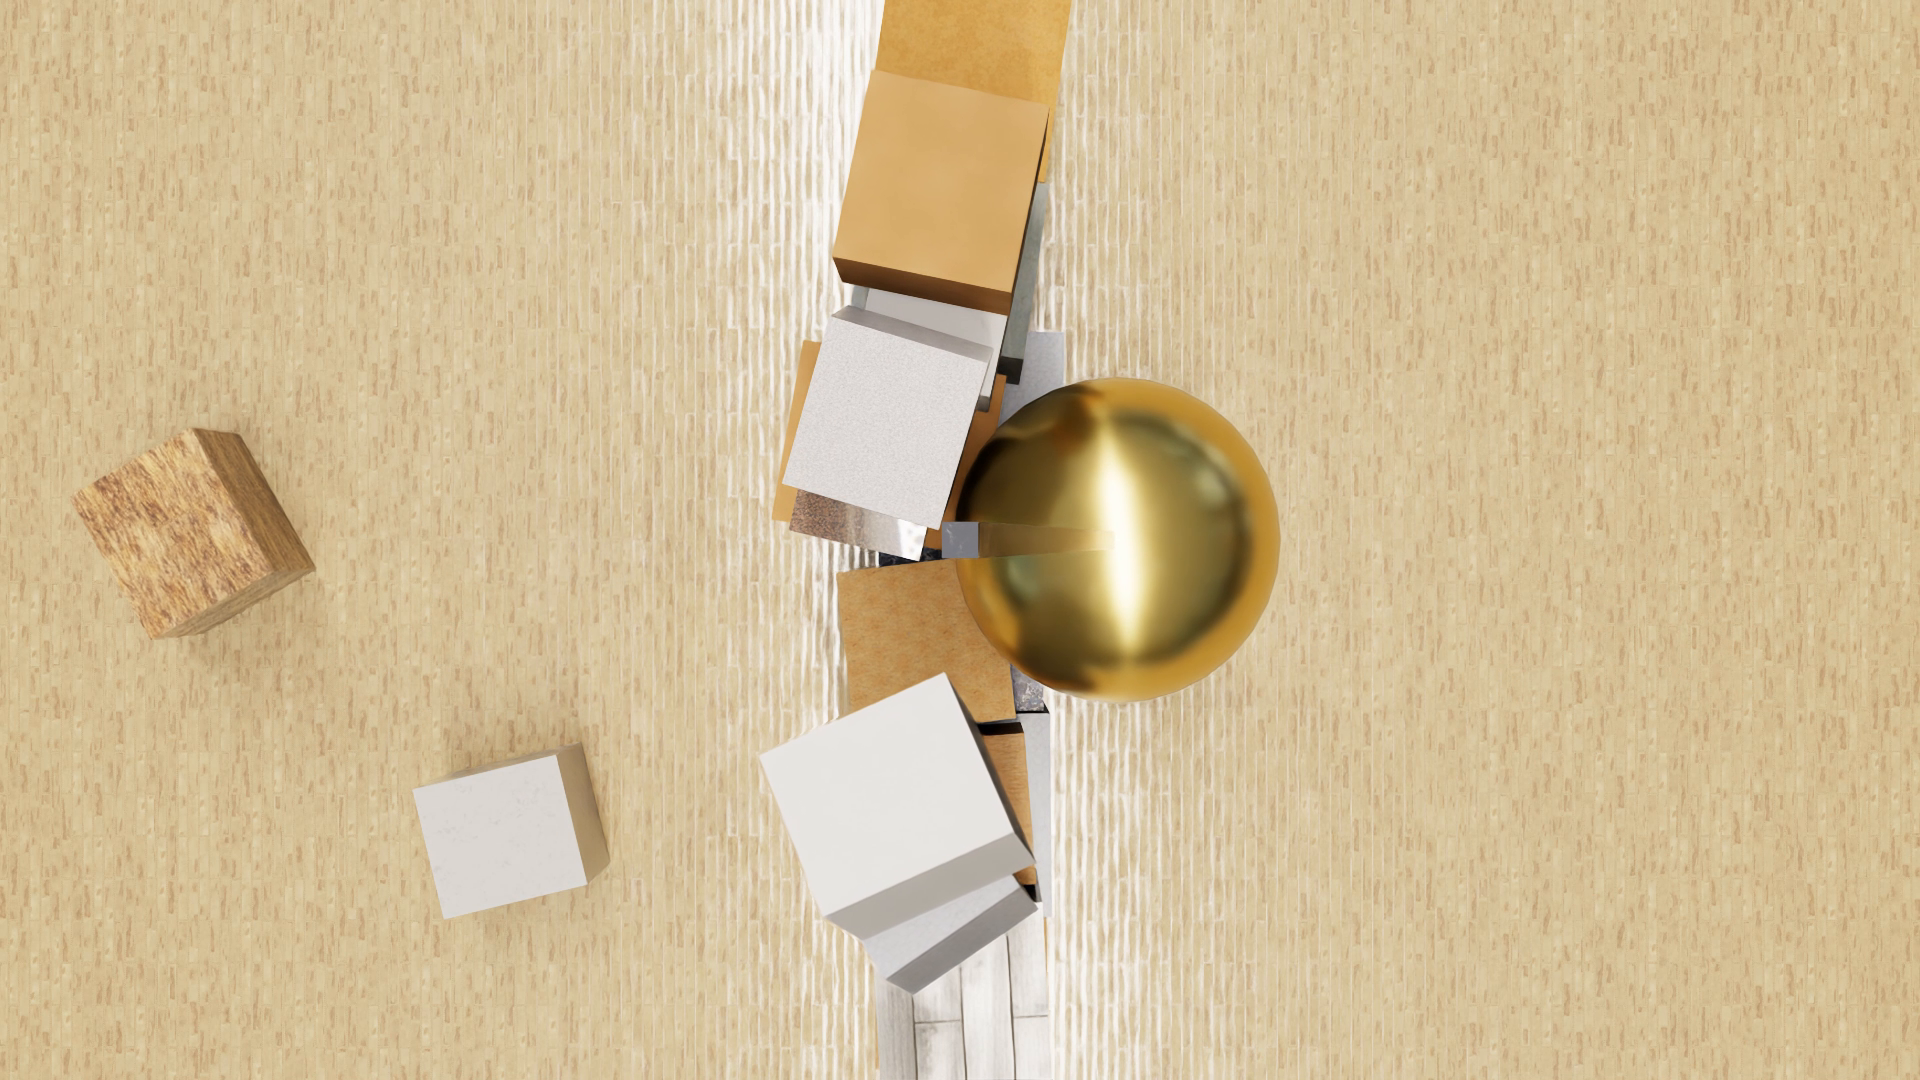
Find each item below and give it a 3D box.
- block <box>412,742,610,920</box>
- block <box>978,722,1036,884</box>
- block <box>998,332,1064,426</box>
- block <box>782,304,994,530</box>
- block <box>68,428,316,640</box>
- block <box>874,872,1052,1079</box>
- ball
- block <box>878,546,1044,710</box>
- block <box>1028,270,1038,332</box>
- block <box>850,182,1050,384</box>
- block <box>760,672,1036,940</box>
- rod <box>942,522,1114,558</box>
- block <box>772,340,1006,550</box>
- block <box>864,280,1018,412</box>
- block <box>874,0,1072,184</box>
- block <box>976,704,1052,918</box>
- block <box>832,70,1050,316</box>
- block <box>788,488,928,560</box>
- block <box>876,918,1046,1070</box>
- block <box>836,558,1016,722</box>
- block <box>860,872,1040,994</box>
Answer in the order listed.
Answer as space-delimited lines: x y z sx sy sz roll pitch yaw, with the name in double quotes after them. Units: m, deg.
-2.549 1.645 12.590 0.818 0.820 0.740 -14 90 0 "block"
-0.025 1.418 11.706 0.782 0.696 0.782 -5 90 0 "block"
0.014 -0.601 12.536 1.118 0.929 1.086 0 90 0 "block"
-0.313 -0.581 10.094 0.724 0.836 0.772 17 100 0 "block"
-4.366 -0.034 12.579 0.775 0.841 0.918 -30 90 0 "block"
0.006 2.301 11.640 0.877 0.853 0.913 -3 93 0 "block"
0.764 0.000 10.769 1.600 1.600 1.600 0 90 0 "ball"
0.005 0.446 12.557 0.911 0.885 0.988 0 90 0 "block"
-0.005 -1.554 12.583 0.864 0.833 0.800 0 90 0 "block"
-0.059 -1.400 11.643 0.910 0.893 0.911 9 86 1 "block"
-0.260 1.223 9.927 0.891 0.953 0.764 -24 72 1 "block"
0.331 0.000 7.397 0.080 5.200 0.080 0 90 7 "rod"
-0.363 -0.472 11.643 1.054 0.857 0.932 10 90 0 "block"
-0.111 -1.076 10.834 0.672 0.667 0.701 12 87 1 "block"
0.035 -2.365 11.691 0.943 0.934 0.947 9 90 0 "block"
0.010 1.514 12.527 0.978 0.946 1.117 -1 90 0 "block"
-0.081 -1.588 10.172 0.817 0.711 0.861 12 87 1 "block"
-0.431 -0.315 10.893 0.644 0.643 0.703 13 90 0 "block"
0.006 2.494 12.546 0.945 0.909 0.833 0 90 0 "block"
-0.177 0.569 11.693 0.831 0.776 0.854 -7 86 0 "block"
-0.224 1.593 10.780 0.760 0.884 0.912 -34 72 -3 "block"
